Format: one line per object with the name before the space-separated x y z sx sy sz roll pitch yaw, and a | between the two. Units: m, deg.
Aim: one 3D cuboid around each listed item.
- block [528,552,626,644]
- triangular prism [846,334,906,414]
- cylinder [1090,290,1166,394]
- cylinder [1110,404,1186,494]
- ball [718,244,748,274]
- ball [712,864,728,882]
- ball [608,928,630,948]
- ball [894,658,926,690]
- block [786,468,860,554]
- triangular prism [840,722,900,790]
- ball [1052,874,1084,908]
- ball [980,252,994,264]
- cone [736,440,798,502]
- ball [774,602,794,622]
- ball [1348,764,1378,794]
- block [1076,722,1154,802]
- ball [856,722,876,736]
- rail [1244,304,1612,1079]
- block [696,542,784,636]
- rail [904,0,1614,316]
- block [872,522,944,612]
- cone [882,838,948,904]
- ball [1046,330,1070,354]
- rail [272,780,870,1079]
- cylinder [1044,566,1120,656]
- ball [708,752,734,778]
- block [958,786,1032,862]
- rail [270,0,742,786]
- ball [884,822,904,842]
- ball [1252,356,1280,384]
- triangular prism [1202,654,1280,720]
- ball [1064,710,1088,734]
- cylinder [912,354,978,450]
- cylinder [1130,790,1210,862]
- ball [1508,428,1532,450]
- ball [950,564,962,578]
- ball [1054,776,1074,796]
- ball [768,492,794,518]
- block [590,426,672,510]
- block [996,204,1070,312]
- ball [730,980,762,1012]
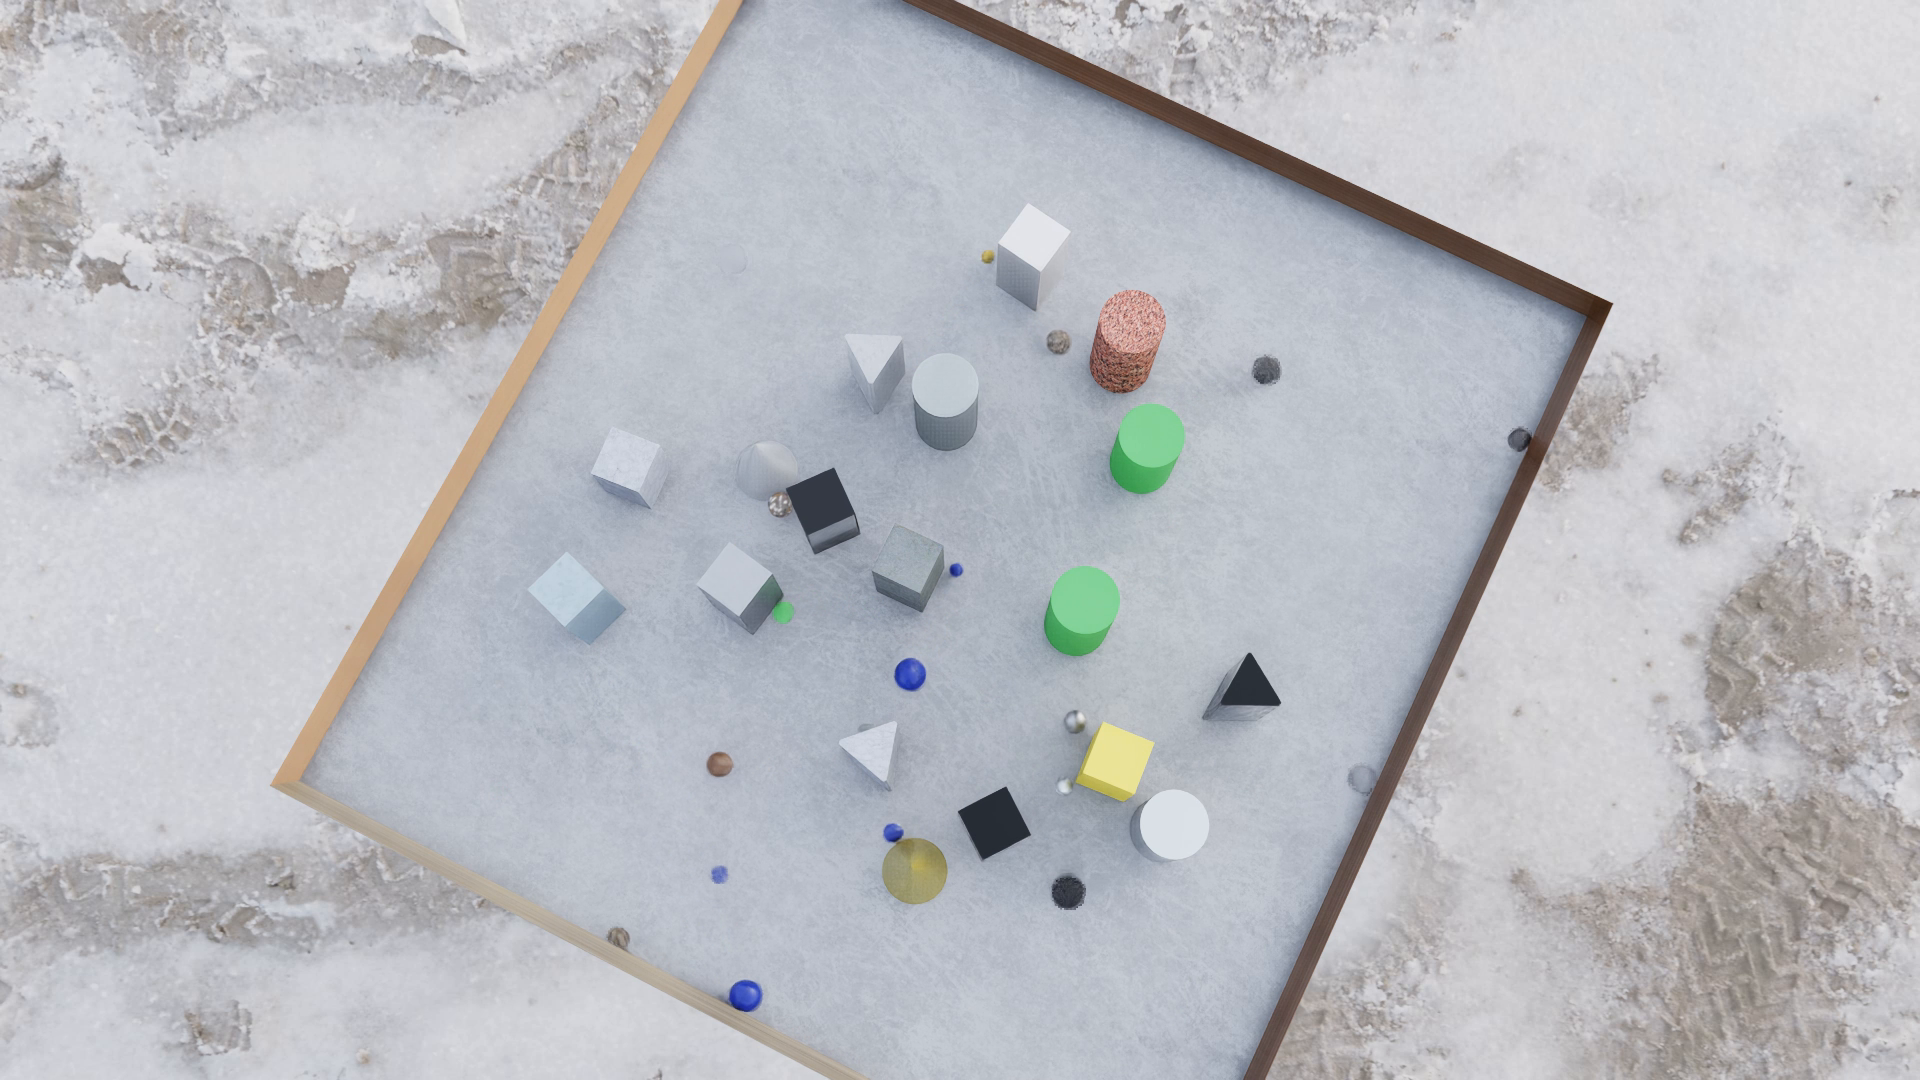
block | -1.124 0.176 5.398 0.155 0.358 0.155 44 82 8
triangular prism | -0.277 -0.531 5.552 0.145 0.341 0.168 32 80 6
cylinder | 0.501 -0.593 5.528 0.193 0.414 0.193 0 78 0
cylinder | 0.559 -0.271 5.501 0.193 0.335 0.193 0 78 0
ball | -0.712 -0.881 5.749 0.097 0.097 0.097 0 78 0
ball | -0.707 0.980 5.388 0.050 0.050 0.050 0 78 0
ball | -0.995 1.163 5.344 0.063 0.063 0.063 0 78 0
ball | -0.149 0.401 5.484 0.097 0.097 0.097 0 78 0
block | -0.407 -0.084 5.488 0.155 0.287 0.155 -24 79 -5
triangular prism | -0.224 0.600 5.276 0.168 0.423 0.145 40 81 8
ball | 0.315 1.026 5.356 0.095 0.095 0.095 0 78 0
ball | 0.086 -0.890 5.780 0.041 0.041 0.041 0 78 0
cone | -0.598 -0.247 5.501 0.193 0.326 0.193 0 78 0
ball | -0.531 0.216 5.539 0.063 0.063 0.063 0 78 0
ball | 1.192 0.709 5.426 0.085 0.085 0.085 0 78 0
block | 0.444 0.645 5.302 0.155 0.354 0.155 22 79 4
ball | -0.275 0.578 5.463 0.066 0.066 0.066 0 78 0
rail | 1.294 0.640 5.419 0.045 0.126 3.121 26 80 5
block | -0.644 0.148 5.400 0.155 0.363 0.155 36 81 7
rail | 0.687 -1.339 5.828 2.940 0.126 0.045 26 80 5
block | -0.150 0.086 5.423 0.155 0.345 0.155 25 79 5
cone | -0.133 0.940 5.233 0.193 0.370 0.193 0 78 0
ball | 0.304 -0.618 5.706 0.076 0.076 0.076 0 78 0
rail | -0.687 1.353 5.271 2.940 0.126 0.045 26 80 5
cylinder | 0.352 0.212 5.348 0.193 0.440 0.193 0 78 0
ball | -0.712 0.666 5.440 0.076 0.076 0.076 0 78 0
block | 0.098 0.828 5.320 0.155 0.245 0.155 -27 80 -5
rail | -1.294 -0.627 5.681 0.045 0.126 3.121 26 80 5
ball | -0.196 0.864 5.409 0.057 0.057 0.057 0 78 0
ball | 0.947 -0.526 5.681 0.087 0.087 0.087 0 78 0
triangular prism | 0.812 0.427 5.323 0.168 0.402 0.145 0 78 0
ball | 0.344 0.544 5.469 0.069 0.069 0.069 0 78 0
cylinder | -0.042 -0.410 5.502 0.193 0.391 0.193 0 78 0
cylinder | 0.600 0.828 5.281 0.193 0.321 0.193 0 78 0
ball | 1.724 -0.309 5.645 0.069 0.069 0.069 0 78 0
ball | -0.012 0.093 5.576 0.042 0.042 0.042 0 78 0
ball | 0.308 0.730 5.438 0.055 0.055 0.055 0 78 0
ball | -0.548 -0.107 5.599 0.078 0.078 0.078 0 78 0
block | -0.991 -0.215 5.540 0.155 0.237 0.155 21 79 4
block | 0.221 -0.859 5.607 0.155 0.367 0.155 35 80 7
ball | -0.621 1.317 5.297 0.091 0.091 0.091 0 78 0
